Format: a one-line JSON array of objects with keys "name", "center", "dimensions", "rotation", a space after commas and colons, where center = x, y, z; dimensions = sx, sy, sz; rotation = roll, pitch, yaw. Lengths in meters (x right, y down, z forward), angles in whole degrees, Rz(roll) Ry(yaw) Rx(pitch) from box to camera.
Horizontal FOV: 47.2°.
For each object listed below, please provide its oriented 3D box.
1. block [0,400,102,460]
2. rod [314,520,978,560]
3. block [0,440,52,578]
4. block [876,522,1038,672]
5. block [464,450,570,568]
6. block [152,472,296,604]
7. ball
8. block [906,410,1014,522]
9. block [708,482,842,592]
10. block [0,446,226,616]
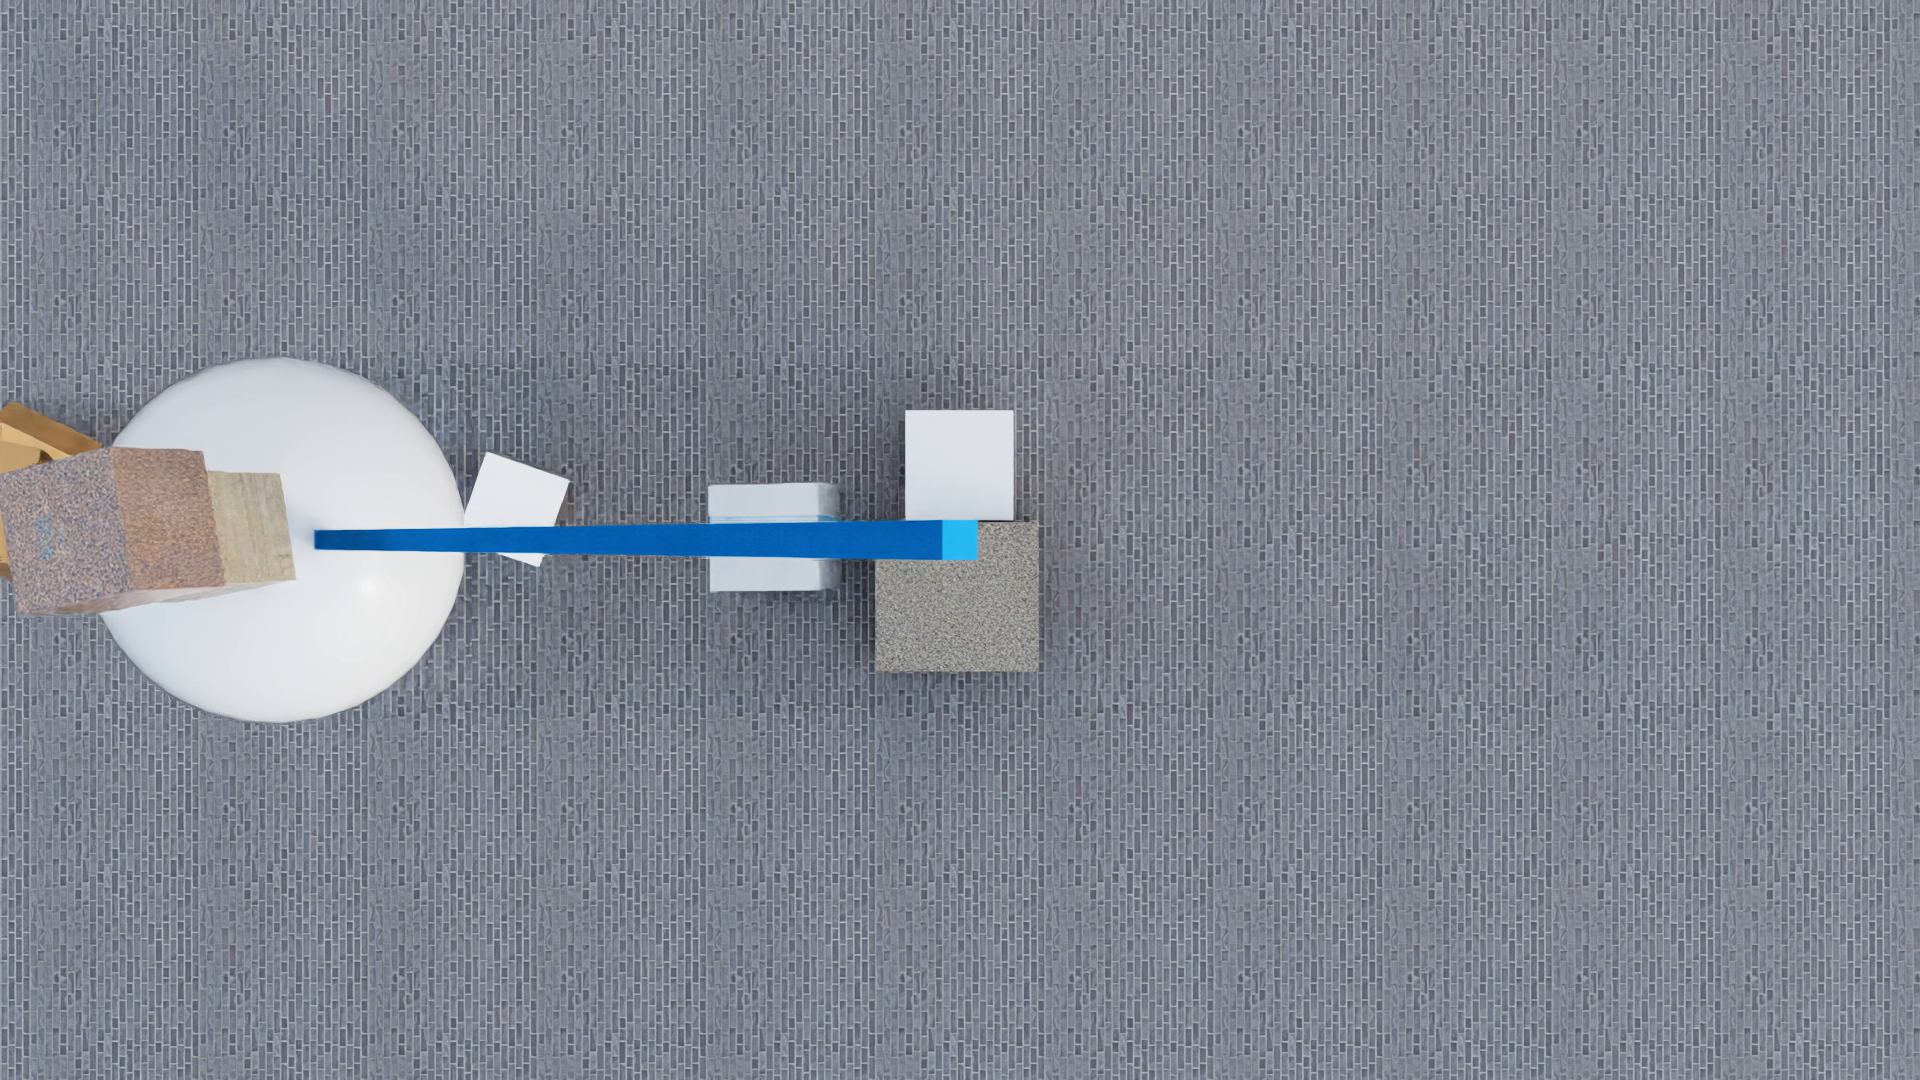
[{"name": "block", "center": [-5.367, -0.318, 12.573], "dimensions": [0.550, 0.672, 0.695], "rotation": [29, 94, -19]}, {"name": "rod", "center": [-1.289, 0.000, 6.657], "dimensions": [0.080, 5.200, 0.080], "rotation": [0, 90, -30]}, {"name": "block", "center": [-4.266, -0.143, 9.610], "dimensions": [0.490, 0.564, 0.513], "rotation": [11, 78, -9]}, {"name": "block", "center": [-0.017, 0.316, 12.633], "dimensions": [0.911, 0.734, 0.834], "rotation": [0, 90, 0]}, {"name": "block", "center": [-2.576, -0.190, 12.677], "dimensions": [0.487, 0.557, 0.522], "rotation": [19, 90, -12]}, {"name": "block", "center": [-2.953, -0.007, 8.517], "dimensions": [0.501, 0.468, 0.428], "rotation": [-11, 87, 19]}, {"name": "ball", "center": [-2.974, 0.000, 9.610], "dimensions": [1.600, 1.600, 1.600], "rotation": [0, 90, 0]}, {"name": "block", "center": [-0.003, -0.422, 12.716], "dimensions": [0.609, 0.568, 0.622], "rotation": [0, 90, 0]}, {"name": "block", "center": [-1.059, -0.015, 12.681], "dimensions": [0.638, 0.524, 0.602], "rotation": [-1, 90, 11]}, {"name": "block", "center": [-3.105, -0.030, 8.055], "dimensions": [0.516, 0.501, 0.518], "rotation": [-12, 87, 20]}]
